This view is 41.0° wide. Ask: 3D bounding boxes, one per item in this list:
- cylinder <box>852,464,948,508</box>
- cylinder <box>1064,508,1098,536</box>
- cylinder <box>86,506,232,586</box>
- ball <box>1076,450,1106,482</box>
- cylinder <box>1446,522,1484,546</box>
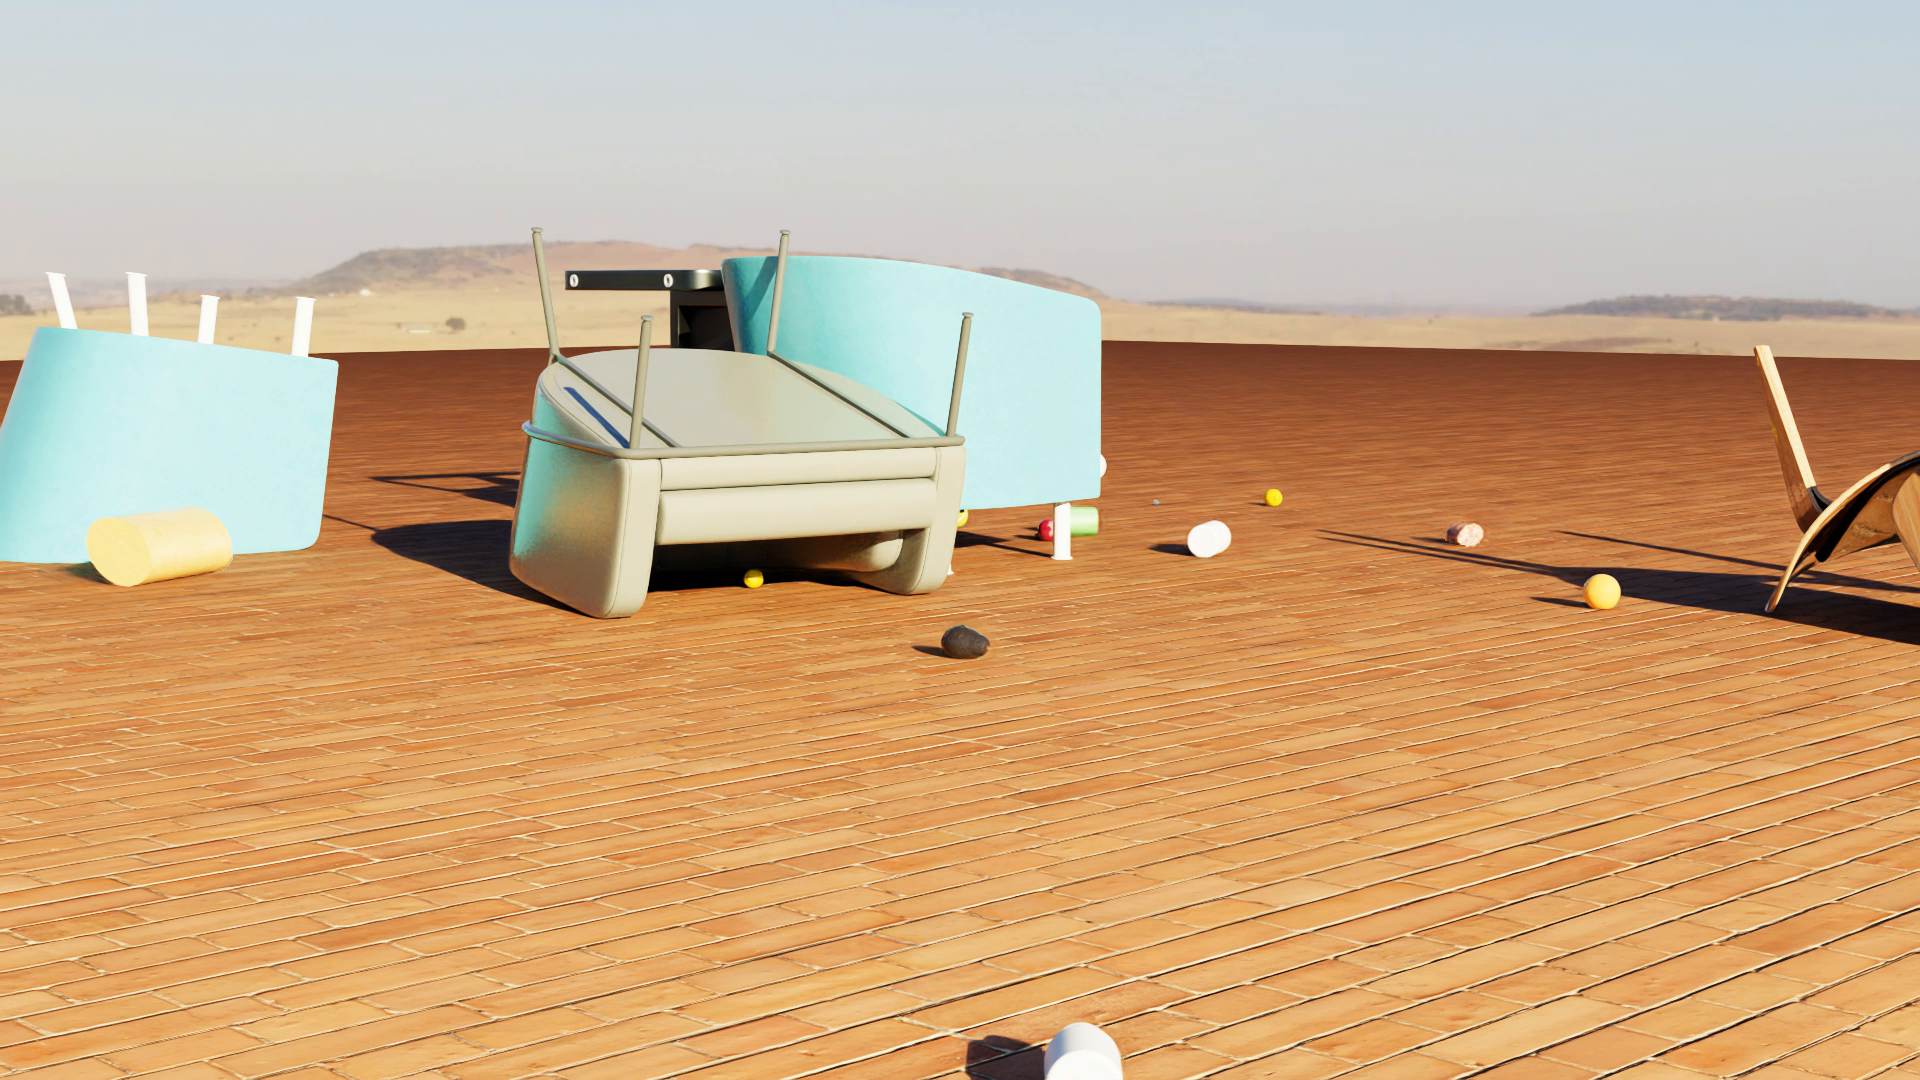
[{"bbox_3d":[-0.173,-0.156,7.366,0.256,0.116,0.113,3,-6,27],"label":"cylinder"},{"bbox_3d":[0.307,-0.047,6.522,0.073,0.070,0.096,-2,1,-6],"label":"cylinder"},{"bbox_3d":[-1.741,0.011,5.589,0.173,0.133,0.290,37,16,13],"label":"cylinder"},{"bbox_3d":[0.420,-0.237,8.232,0.099,0.099,0.099,0,6,0],"label":"ball"},{"bbox_3d":[1.238,-0.015,6.295,0.068,0.051,0.077,-24,10,-8],"label":"cylinder"}]
